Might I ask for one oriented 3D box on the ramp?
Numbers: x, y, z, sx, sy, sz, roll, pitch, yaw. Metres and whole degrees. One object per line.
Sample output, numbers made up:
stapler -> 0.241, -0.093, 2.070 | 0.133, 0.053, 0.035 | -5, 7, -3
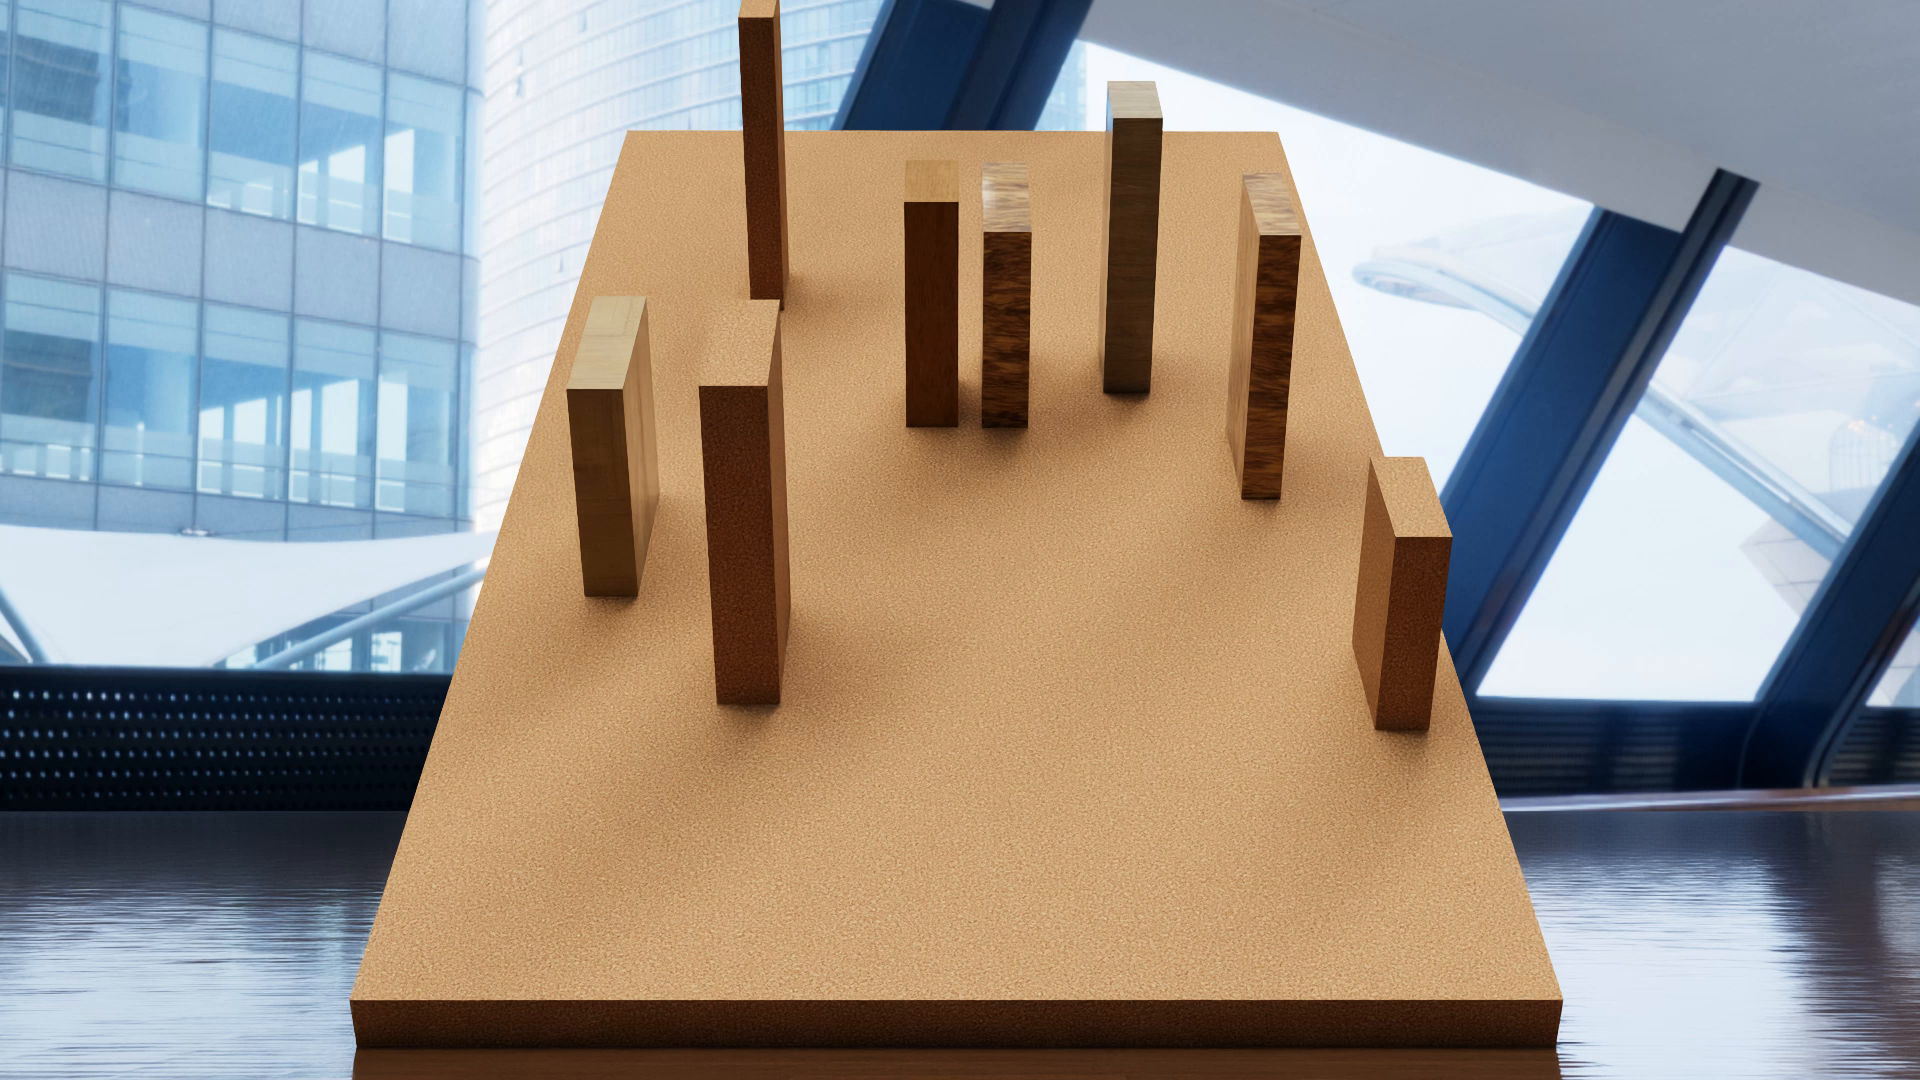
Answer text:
ramp -> -0.013, -0.207, 5.737 | 2.000, 0.100, 4.000 | 0, 30, 0

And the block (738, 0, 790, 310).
block -> -0.501, -0.999, 6.213 | 0.086, 0.785, 0.244 | 0, 30, 0

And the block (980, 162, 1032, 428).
block -> 0.107, -0.591, 5.798 | 0.110, 0.502, 0.430 | 0, 30, 0

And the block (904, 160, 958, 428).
block -> -0.066, -0.579, 5.706 | 0.124, 0.573, 0.254 | 0, 30, 0

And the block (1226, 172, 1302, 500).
block -> 0.677, -0.457, 5.434 | 0.088, 0.641, 0.353 | 0, 30, 0

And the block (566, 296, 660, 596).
block -> -0.732, -0.204, 5.145 | 0.112, 0.486, 0.445 | 0, 30, 0

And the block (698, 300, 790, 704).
block -> -0.413, -0.073, 4.715 | 0.124, 0.695, 0.372 | 0, 30, 0

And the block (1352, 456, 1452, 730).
block -> 0.851, 0.102, 4.687 | 0.104, 0.431, 0.312 | 0, 30, 0

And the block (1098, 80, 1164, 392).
block -> 0.407, -0.726, 5.830 | 0.115, 0.705, 0.251 | 0, 30, 0
